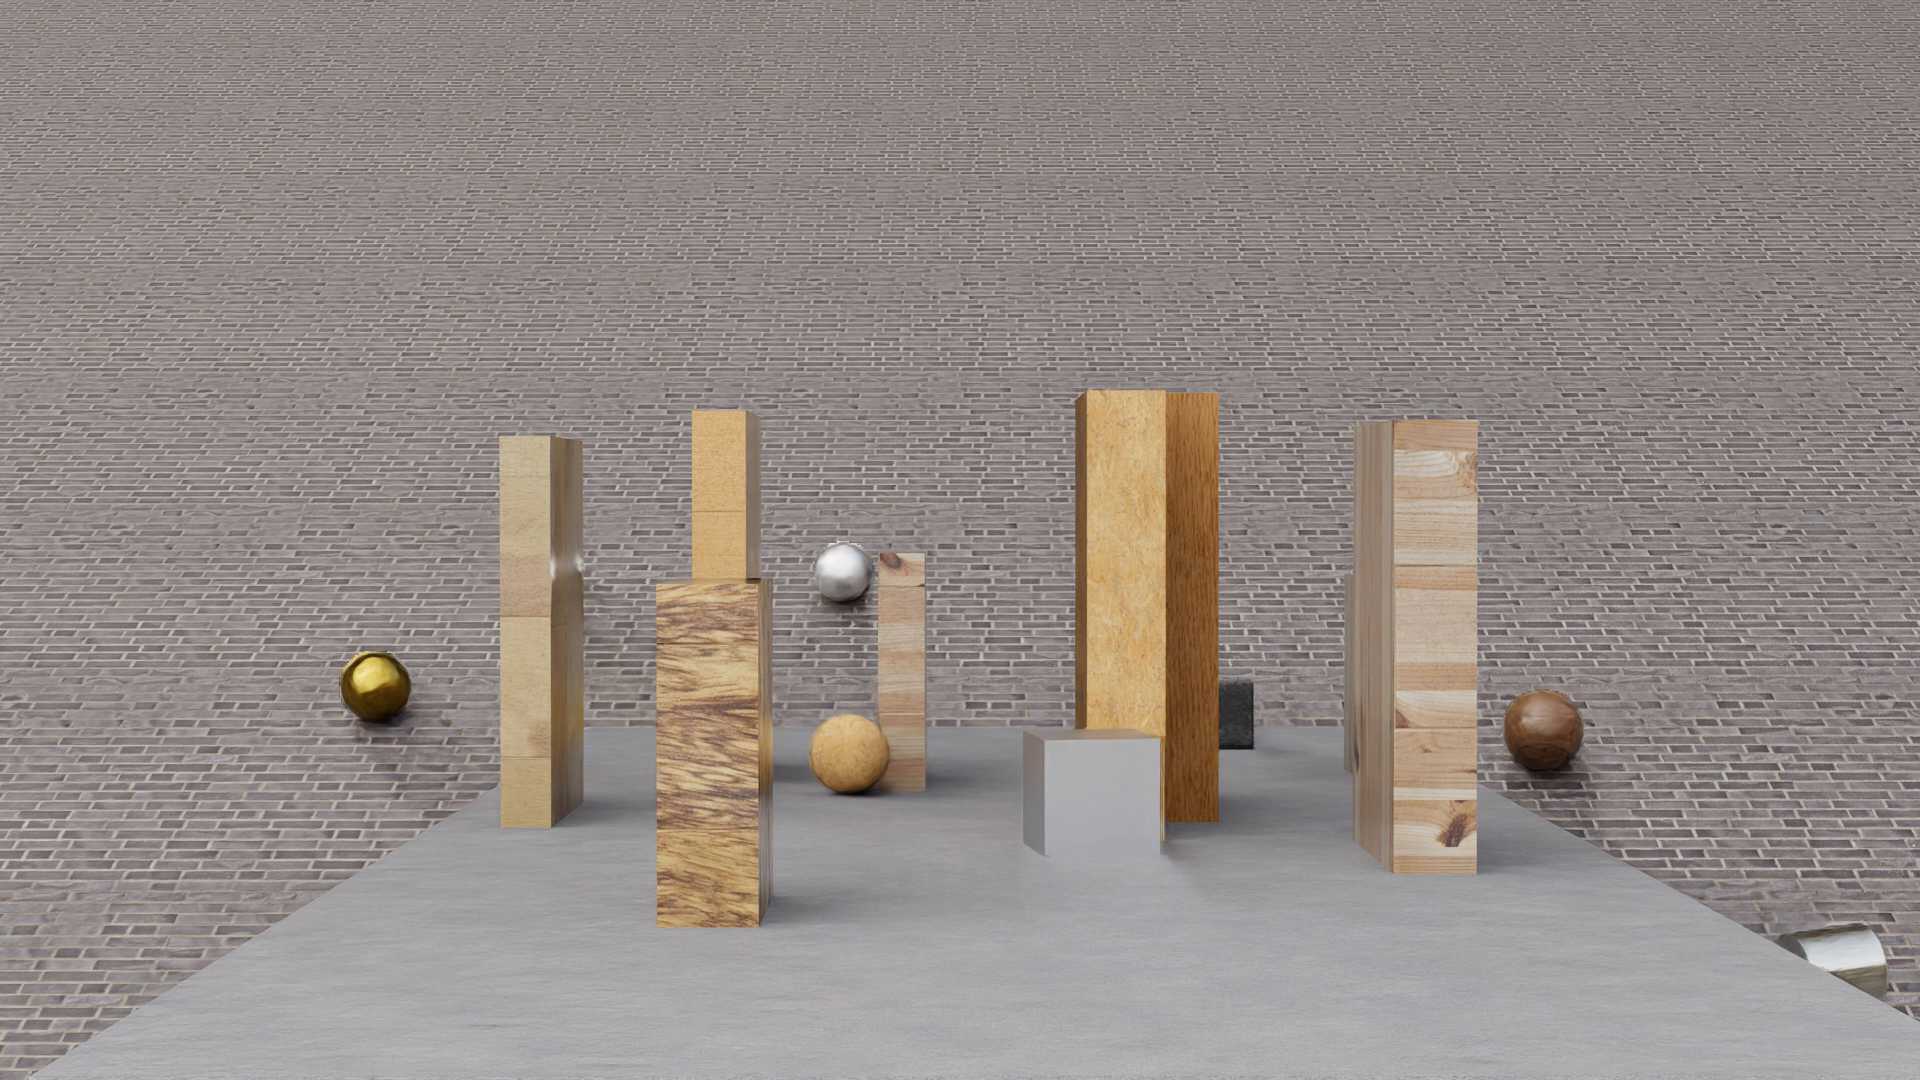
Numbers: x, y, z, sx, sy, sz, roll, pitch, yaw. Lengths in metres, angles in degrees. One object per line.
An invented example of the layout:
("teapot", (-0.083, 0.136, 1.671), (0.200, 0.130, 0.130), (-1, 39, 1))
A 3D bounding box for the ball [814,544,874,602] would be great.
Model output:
("ball", (-0.331, 0.094, 7.347), (0.167, 0.167, 0.167), (0, 27, 0))

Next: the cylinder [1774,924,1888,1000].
("cylinder", (1.918, 0.945, 5.701), (0.177, 0.177, 0.177), (-6, 28, -11))

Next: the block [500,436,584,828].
("block", (-0.769, 0.160, 4.767), (0.089, 0.693, 0.399), (0, 1, 0))

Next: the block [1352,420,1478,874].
("block", (0.735, 0.163, 4.198), (0.129, 0.704, 0.410), (0, 1, 0))

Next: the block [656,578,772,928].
("block", (-0.342, 0.290, 3.635), (0.138, 0.466, 0.272), (0, 1, 0))

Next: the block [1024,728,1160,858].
("block", (0.217, 0.418, 4.286), (0.191, 0.191, 0.191), (0, 1, -9))

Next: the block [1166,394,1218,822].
("block", (0.415, 0.119, 4.825), (0.099, 0.771, 0.368), (0, 1, 0))

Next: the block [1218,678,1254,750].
("block", (0.609, 0.409, 6.086), (0.153, 0.153, 0.153), (0, 1, 3))

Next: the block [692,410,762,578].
("block", (-0.490, 0.115, 5.450), (0.109, 0.762, 0.404), (0, 1, 0))

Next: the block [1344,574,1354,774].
("block", (0.887, 0.285, 5.396), (0.116, 0.421, 0.344), (0, 1, 0))

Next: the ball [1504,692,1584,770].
("ball", (1.481, 0.485, 6.560), (0.199, 0.199, 0.199), (0, 27, 0))

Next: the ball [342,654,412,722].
("ball", (-1.531, 0.386, 6.773), (0.179, 0.179, 0.179), (0, 27, 0))

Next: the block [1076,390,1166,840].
("block", (0.283, 0.125, 4.610), (0.134, 0.766, 0.438), (0, 1, 0))

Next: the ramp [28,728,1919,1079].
("ramp", (0.062, 0.559, 4.597), (2.000, 0.100, 4.000), (0, 1, 0))

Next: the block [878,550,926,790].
("block", (-0.117, 0.261, 5.321), (0.092, 0.474, 0.343), (0, 1, 0))

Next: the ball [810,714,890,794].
("ball", (-0.217, 0.423, 5.096), (0.157, 0.157, 0.157), (0, 27, 0))
